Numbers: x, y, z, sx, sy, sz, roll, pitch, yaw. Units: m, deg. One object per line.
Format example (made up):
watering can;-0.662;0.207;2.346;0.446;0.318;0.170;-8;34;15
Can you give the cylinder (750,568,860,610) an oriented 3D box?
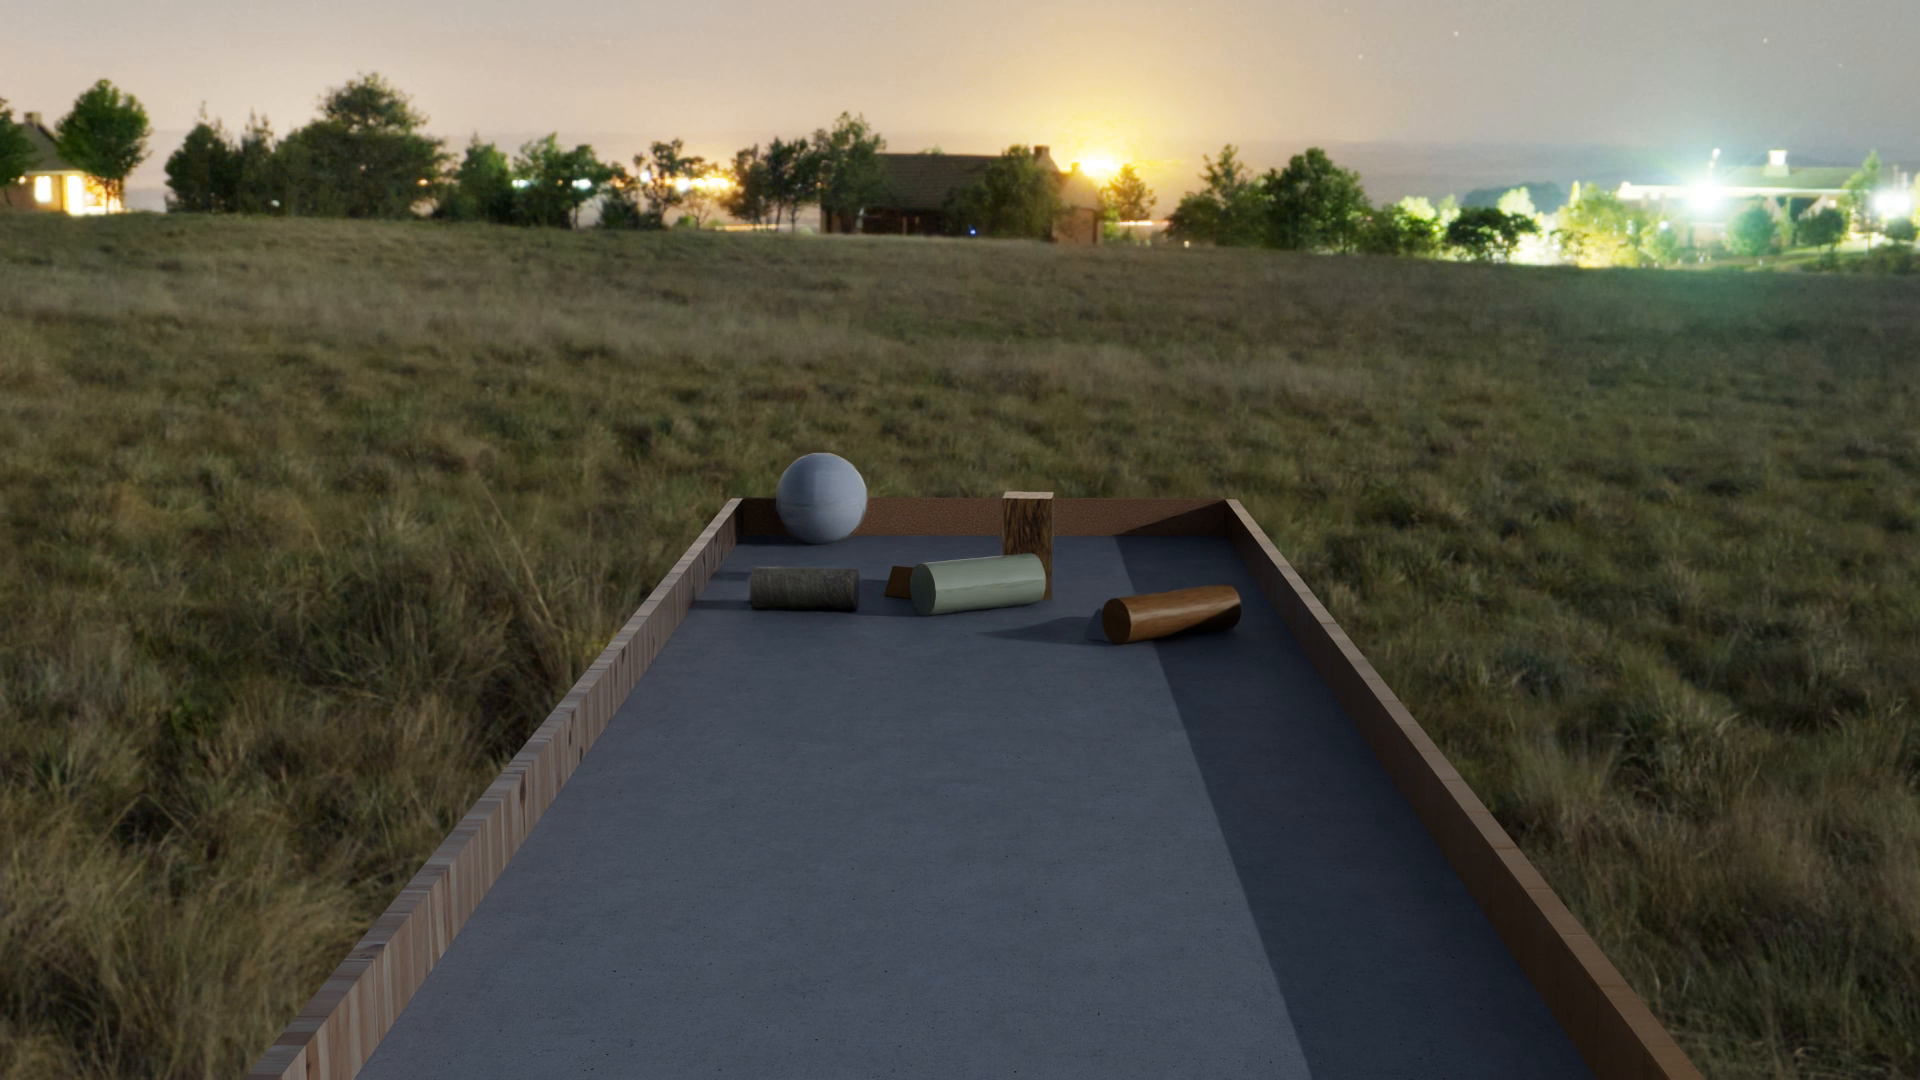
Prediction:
cylinder;-0.530;0.166;7.511;0.355;0.141;0.141;1;9;6

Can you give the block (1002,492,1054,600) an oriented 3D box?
block;0.241;0.019;7.747;0.171;0.357;0.171;1;9;5

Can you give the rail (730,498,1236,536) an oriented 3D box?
rail;0.099;-0.098;9.147;2.100;0.150;0.050;0;9;1

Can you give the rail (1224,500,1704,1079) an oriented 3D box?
rail;1.046;0.843;3.208;0.050;0.150;12.000;0;9;1

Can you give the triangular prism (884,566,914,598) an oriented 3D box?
triangular prism;-0.096;0.152;7.710;0.323;0.100;0.116;5;10;29

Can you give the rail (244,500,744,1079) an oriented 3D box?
rail;-1.004;0.839;3.234;0.050;0.150;12.000;0;9;1

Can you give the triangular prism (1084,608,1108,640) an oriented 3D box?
triangular prism;0.552;0.245;7.141;0.111;0.096;0.352;8;12;39

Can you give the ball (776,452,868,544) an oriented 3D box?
ball;-0.561;-0.169;8.889;0.371;0.371;0.371;0;9;0

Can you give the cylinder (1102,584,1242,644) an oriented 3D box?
cylinder;0.681;0.237;7.045;0.456;0.147;0.147;-6;11;-34

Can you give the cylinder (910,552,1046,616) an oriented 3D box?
cylinder;0.062;0.150;7.496;0.432;0.178;0.178;-5;10;-30
